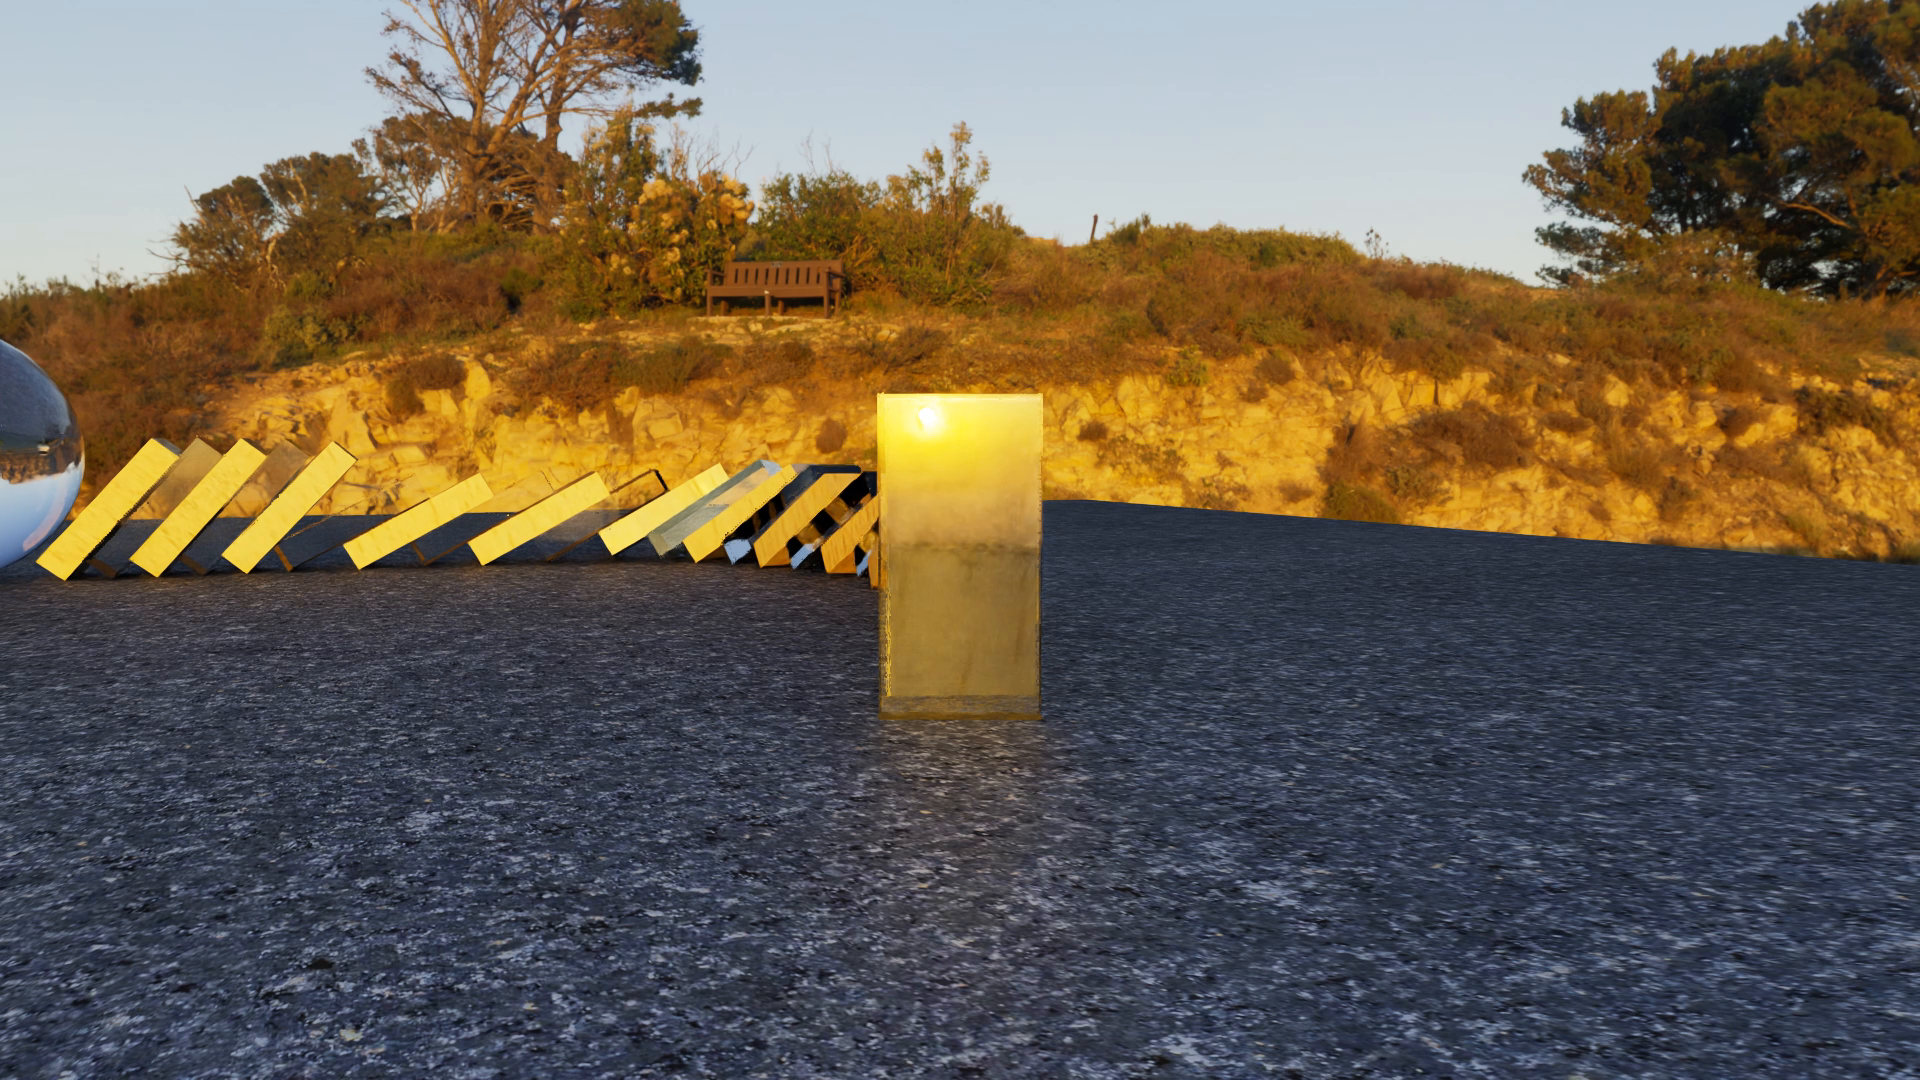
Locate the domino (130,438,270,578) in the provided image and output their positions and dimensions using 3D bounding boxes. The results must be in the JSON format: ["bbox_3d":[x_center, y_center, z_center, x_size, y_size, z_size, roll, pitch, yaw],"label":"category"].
[{"bbox_3d":[-0.249,-0.011,0.423,0.009,0.050,0.025,42,-12,-20],"label":"domino"}]

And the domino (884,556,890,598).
[{"bbox_3d":[-0.004,-0.001,0.338,0.025,0.010,0.050,-1,-32,-12],"label":"domino"}]

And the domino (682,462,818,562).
[{"bbox_3d":[-0.074,-0.010,0.465,0.050,0.010,0.025,-34,-5,15],"label":"domino"}]

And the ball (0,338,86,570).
[{"bbox_3d":[-0.310,-0.026,0.383,0.080,0.080,0.080,0,4,0],"label":"ball"}]

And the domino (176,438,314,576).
[{"bbox_3d":[-0.238,-0.012,0.429,0.010,0.050,0.025,42,-12,-20],"label":"domino"}]

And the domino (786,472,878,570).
[{"bbox_3d":[-0.032,-0.006,0.414,0.025,0.010,0.050,0,-26,-39],"label":"domino"}]

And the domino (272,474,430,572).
[{"bbox_3d":[-0.210,-0.007,0.445,0.050,0.009,0.025,-31,15,-18],"label":"domino"}]

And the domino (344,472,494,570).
[{"bbox_3d":[-0.190,-0.008,0.452,0.050,0.009,0.025,-32,14,-15],"label":"domino"}]

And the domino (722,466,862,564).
[{"bbox_3d":[-0.058,-0.009,0.449,0.050,0.009,0.025,-36,-18,33],"label":"domino"}]

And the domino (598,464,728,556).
[{"bbox_3d":[-0.109,-0.011,0.479,0.050,0.009,0.025,-32,5,-11],"label":"domino"}]

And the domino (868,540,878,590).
[{"bbox_3d":[-0.008,-0.001,0.361,0.025,0.010,0.050,-1,-26,-19],"label":"domino"}]

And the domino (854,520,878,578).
[{"bbox_3d":[-0.010,-0.004,0.378,0.025,0.010,0.050,3,-28,-27],"label":"domino"}]

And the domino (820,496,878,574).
[{"bbox_3d":[-0.020,-0.005,0.399,0.025,0.009,0.050,1,-27,-38],"label":"domino"}]

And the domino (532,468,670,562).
[{"bbox_3d":[-0.133,-0.010,0.473,0.050,0.010,0.025,-32,12,-16],"label":"domino"}]

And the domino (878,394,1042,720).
[{"bbox_3d":[0.000,0.002,0.201,0.025,0.050,0.009,0,4,0],"label":"domino"}]

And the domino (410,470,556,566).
[{"bbox_3d":[-0.170,-0.009,0.460,0.050,0.009,0.025,-31,14,-15],"label":"domino"}]

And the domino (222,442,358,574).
[{"bbox_3d":[-0.226,-0.012,0.436,0.010,0.050,0.025,44,-13,-20],"label":"domino"}]

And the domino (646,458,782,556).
[{"bbox_3d":[-0.088,-0.011,0.472,0.050,0.010,0.025,-33,-4,6],"label":"domino"}]

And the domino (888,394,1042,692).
[{"bbox_3d":[0.000,0.001,0.219,0.025,0.050,0.010,0,16,-3],"label":"domino"}]

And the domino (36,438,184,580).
[{"bbox_3d":[-0.272,-0.011,0.414,0.009,0.050,0.025,42,-12,-20],"label":"domino"}]

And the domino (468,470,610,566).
[{"bbox_3d":[-0.153,-0.009,0.466,0.050,0.009,0.025,-31,14,-15],"label":"domino"}]

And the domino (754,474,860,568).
[{"bbox_3d":[-0.046,-0.006,0.431,0.025,0.010,0.050,-4,-24,-40],"label":"domino"}]

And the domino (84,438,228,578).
[{"bbox_3d":[-0.260,-0.011,0.418,0.010,0.050,0.025,42,-13,-20],"label":"domino"}]
